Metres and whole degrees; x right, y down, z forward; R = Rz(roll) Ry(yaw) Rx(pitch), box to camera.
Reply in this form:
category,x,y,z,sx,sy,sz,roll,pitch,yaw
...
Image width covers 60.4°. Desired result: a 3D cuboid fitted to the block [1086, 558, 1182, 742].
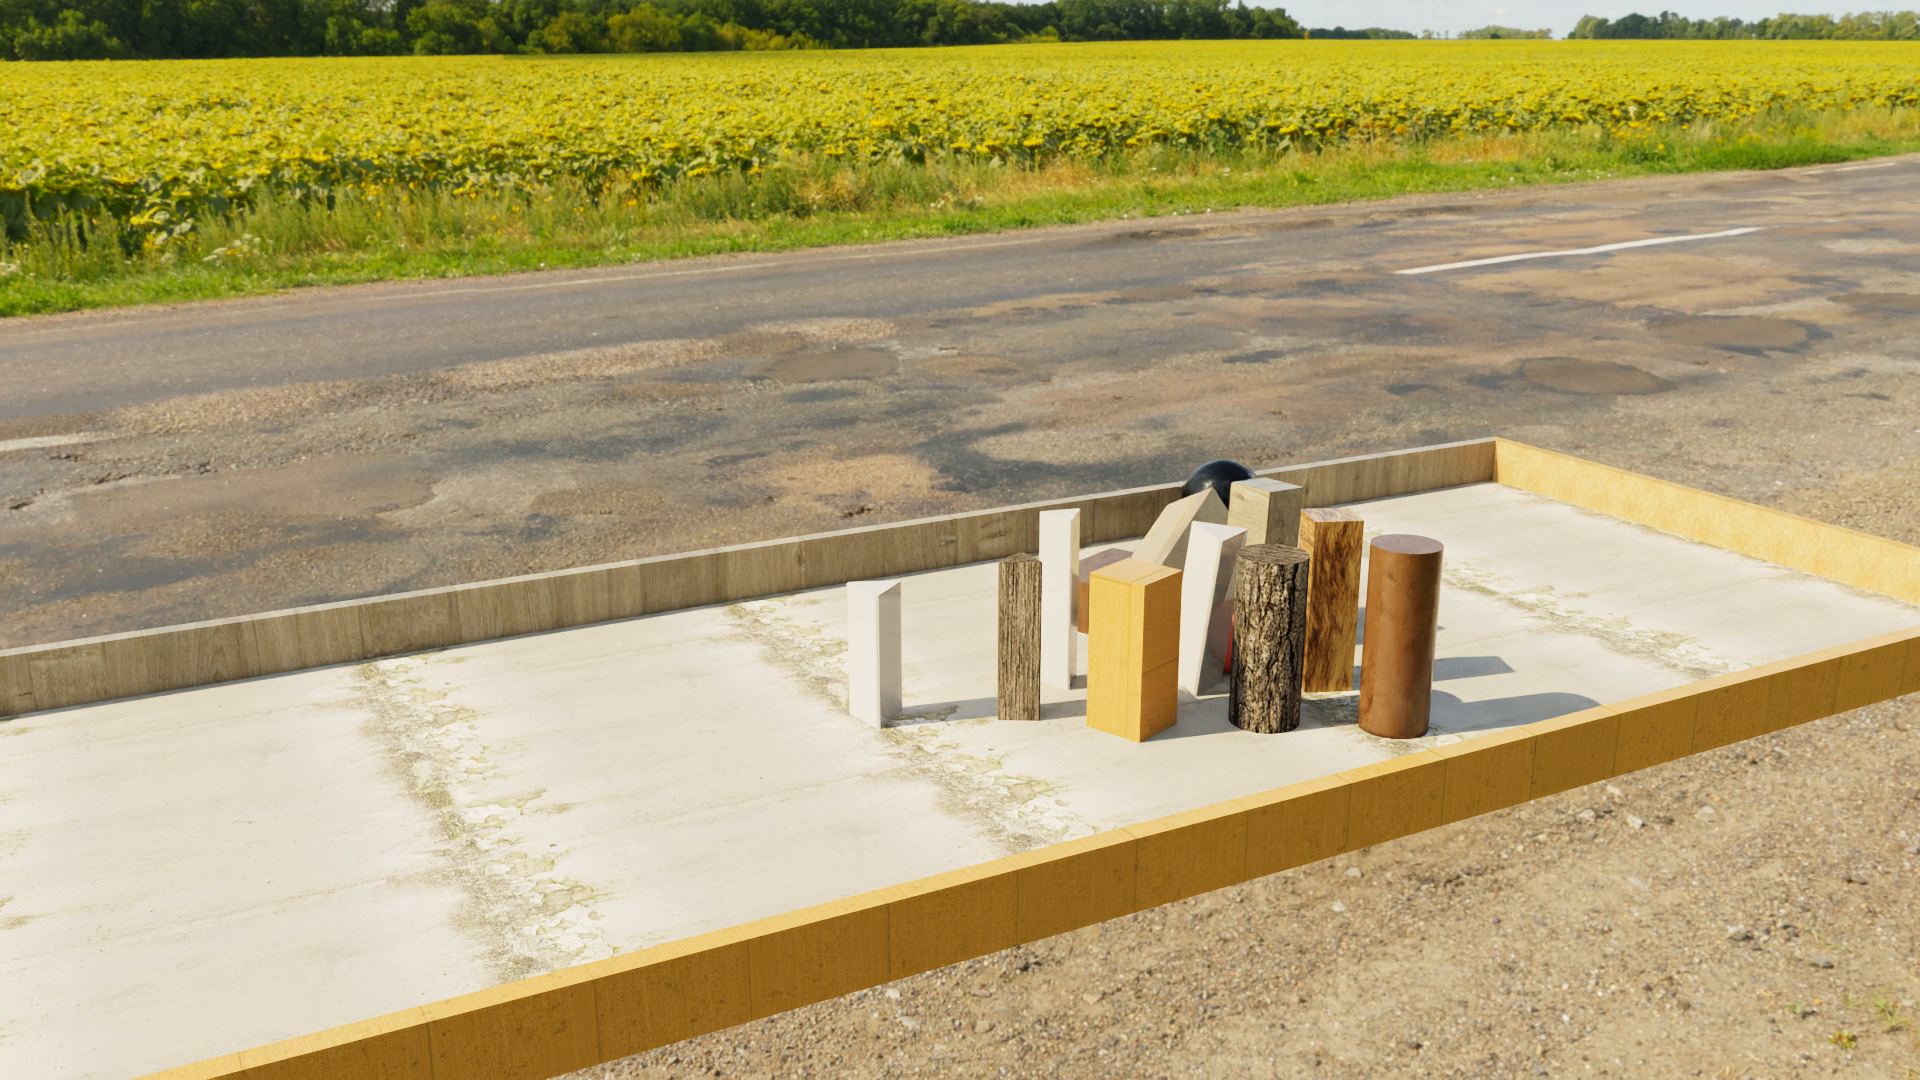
category,x,y,z,sx,sy,sz,roll,pitch,yaw
block,0.403,0.253,3.823,0.151,0.378,0.151,14,21,39

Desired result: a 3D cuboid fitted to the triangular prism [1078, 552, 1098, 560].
category,x,y,z,sx,sy,sz,roll,pitch,yaw
triangular prism,0.490,0.090,4.847,0.449,0.107,0.124,2,17,8

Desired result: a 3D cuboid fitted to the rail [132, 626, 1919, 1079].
category,x,y,z,sx,sy,sz,roll,pitch,yaw
rail,-2.336,1.006,1.665,12.000,0.150,0.050,-9,18,-27

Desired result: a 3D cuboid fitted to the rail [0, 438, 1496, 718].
category,x,y,z,sx,sy,sz,roll,pitch,yaw
rail,-3.305,0.497,3.399,12.000,0.150,0.050,-9,18,-27

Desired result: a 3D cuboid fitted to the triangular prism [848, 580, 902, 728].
category,x,y,z,sx,sy,sz,roll,pitch,yaw
triangular prism,-0.183,0.261,3.884,0.107,0.328,0.123,-12,20,-35

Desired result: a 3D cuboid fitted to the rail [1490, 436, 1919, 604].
category,x,y,z,sx,sy,sz,roll,pitch,yaw
rail,2.466,-0.048,5.253,0.050,0.150,2.100,-9,18,-27

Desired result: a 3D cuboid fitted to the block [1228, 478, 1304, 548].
category,x,y,z,sx,sy,sz,roll,pitch,yaw
block,0.790,0.066,4.348,0.132,0.434,0.132,-8,18,-38

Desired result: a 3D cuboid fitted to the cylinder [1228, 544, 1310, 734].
category,x,y,z,sx,sy,sz,roll,pitch,yaw
cylinder,0.719,0.229,3.846,0.166,0.411,0.166,0,16,0

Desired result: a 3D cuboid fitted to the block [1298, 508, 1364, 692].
category,x,y,z,sx,sy,sz,roll,pitch,yaw
block,0.906,0.148,4.073,0.120,0.438,0.120,-1,16,-5

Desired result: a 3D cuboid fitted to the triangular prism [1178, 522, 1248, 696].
category,x,y,z,sx,sy,sz,roll,pitch,yaw
triangular prism,0.591,0.162,4.057,0.115,0.410,0.133,20,25,33

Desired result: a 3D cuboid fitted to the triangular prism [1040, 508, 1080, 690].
category,x,y,z,sx,sy,sz,roll,pitch,yaw
triangular prism,0.263,0.143,4.090,0.102,0.440,0.088,15,22,42

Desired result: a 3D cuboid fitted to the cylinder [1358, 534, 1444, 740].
category,x,y,z,sx,sy,sz,roll,pitch,yaw
cylinder,1.015,0.222,3.808,0.162,0.446,0.162,0,16,0

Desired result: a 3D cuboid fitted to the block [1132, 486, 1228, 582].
category,x,y,z,sx,sy,sz,roll,pitch,yaw
block,0.611,0.049,4.599,0.163,0.163,0.434,-23,17,39

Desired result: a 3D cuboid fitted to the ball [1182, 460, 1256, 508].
category,x,y,z,sx,sy,sz,roll,pitch,yaw
ball,0.850,-0.134,5.355,0.256,0.256,0.256,0,16,0

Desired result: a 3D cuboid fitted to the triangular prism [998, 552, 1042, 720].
category,x,y,z,sx,sy,sz,roll,pitch,yaw
triangular prism,0.141,0.226,3.889,0.099,0.392,0.085,1,16,3

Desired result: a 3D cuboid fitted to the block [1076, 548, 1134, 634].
category,x,y,z,sx,sy,sz,roll,pitch,yaw
block,0.394,0.139,4.625,0.145,0.145,0.323,13,21,37

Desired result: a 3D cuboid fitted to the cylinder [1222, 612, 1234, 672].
category,x,y,z,sx,sy,sz,roll,pitch,yaw
cylinder,0.639,0.257,4.204,0.354,0.156,0.156,2,17,7
